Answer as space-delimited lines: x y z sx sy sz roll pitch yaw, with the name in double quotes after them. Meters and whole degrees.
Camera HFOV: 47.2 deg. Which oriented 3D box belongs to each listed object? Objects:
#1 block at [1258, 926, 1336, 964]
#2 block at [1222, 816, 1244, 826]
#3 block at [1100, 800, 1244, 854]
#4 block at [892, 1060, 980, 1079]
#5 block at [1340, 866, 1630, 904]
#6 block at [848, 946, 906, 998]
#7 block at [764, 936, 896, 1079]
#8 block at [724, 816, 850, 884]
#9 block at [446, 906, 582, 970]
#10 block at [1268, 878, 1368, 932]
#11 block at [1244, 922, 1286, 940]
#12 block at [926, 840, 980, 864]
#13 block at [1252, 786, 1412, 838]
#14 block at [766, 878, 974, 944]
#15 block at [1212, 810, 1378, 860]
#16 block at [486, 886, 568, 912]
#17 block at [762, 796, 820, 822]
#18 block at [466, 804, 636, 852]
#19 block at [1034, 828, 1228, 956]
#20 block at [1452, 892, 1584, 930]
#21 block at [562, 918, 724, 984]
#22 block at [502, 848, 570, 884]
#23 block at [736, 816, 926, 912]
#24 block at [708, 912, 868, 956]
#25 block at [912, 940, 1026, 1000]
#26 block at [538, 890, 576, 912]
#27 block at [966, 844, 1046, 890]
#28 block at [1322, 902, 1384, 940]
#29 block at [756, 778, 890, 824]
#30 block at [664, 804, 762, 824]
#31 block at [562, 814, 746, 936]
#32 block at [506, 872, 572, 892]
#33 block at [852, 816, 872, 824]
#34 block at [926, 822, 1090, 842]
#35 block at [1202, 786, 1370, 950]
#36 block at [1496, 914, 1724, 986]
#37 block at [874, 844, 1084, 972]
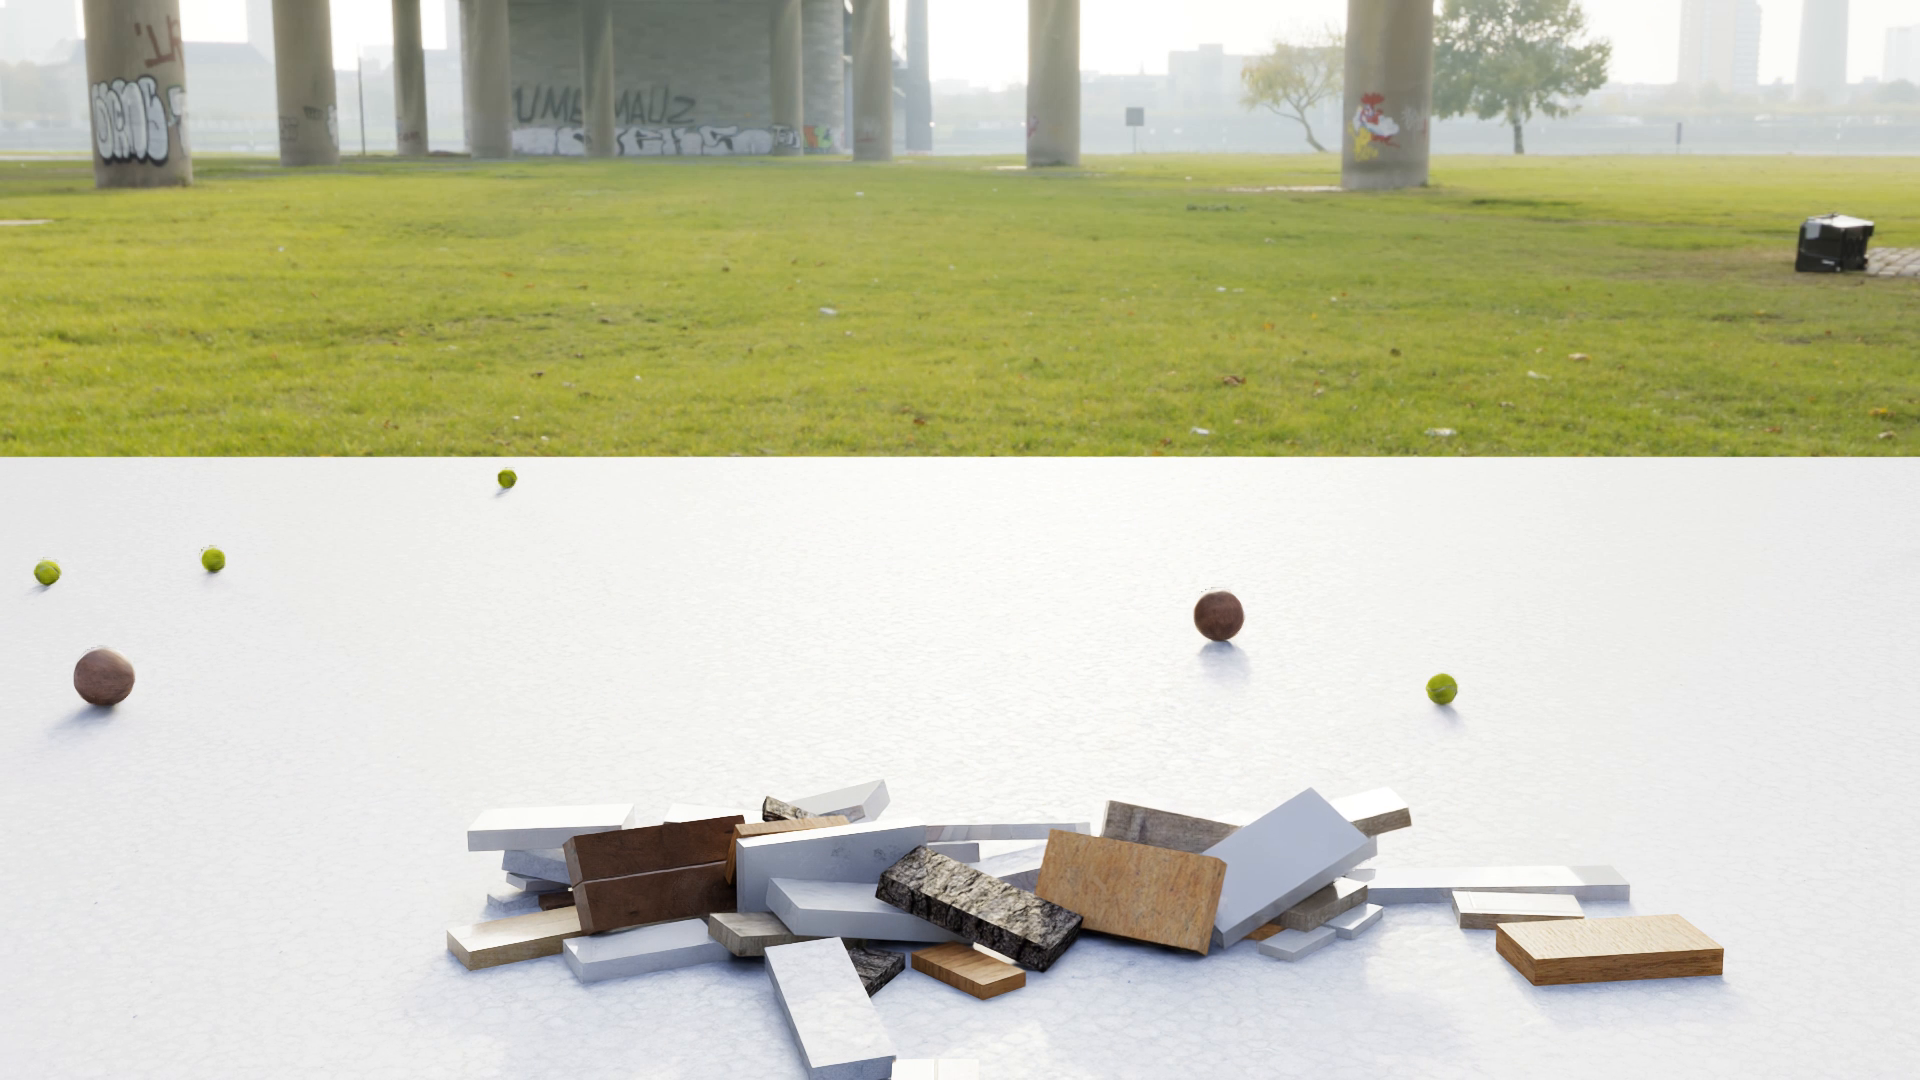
0.526 0.626 3.427 0.063 0.018 0.125 9 14 40 "block"
0.367 0.532 3.661 0.237 0.034 0.118 -21 9 1 "block"
0.341 0.500 3.566 0.229 0.114 0.032 12 -10 -5 "block"
-0.032 0.730 2.826 0.114 0.032 0.229 0 11 0 "block"
0.875 0.575 3.673 0.462 0.028 0.097 0 11 -2 "block"
-0.154 0.650 3.279 0.084 0.024 0.167 4 11 22 "block"
-0.187 0.662 3.105 0.114 0.032 0.381 -6 16 -13 "block"
-0.278 0.500 3.551 0.195 0.098 0.028 -1 29 -31 "block"
-0.675 0.619 3.429 0.220 0.031 0.110 -6 12 -30 "block"
0.566 0.582 3.541 0.097 0.028 0.194 8 13 38 "block"
0.494 0.610 3.512 0.063 0.018 0.125 4 11 22 "block"
-0.040 0.529 3.727 0.114 0.032 0.229 -2 -6 -8 "block"
0.613 0.468 3.630 0.237 0.034 0.118 -14 11 -3 "block"
-0.138 0.581 3.448 0.299 0.042 0.149 7 7 -24 "block"
0.559 0.525 3.829 0.149 0.042 0.299 -10 9 -43 "block"
-0.714 0.588 3.635 0.119 0.017 0.059 -8 13 -37 "block"
-0.262 0.474 3.681 0.143 0.020 0.072 23 10 -9 "block"
-0.677 0.478 3.657 0.255 0.036 0.127 -2 9 1 "block"
0.263 0.553 3.466 0.292 0.146 0.041 6 -19 29 "block"
0.898 0.599 3.544 0.194 0.028 0.097 1 11 5 "block"
-0.486 0.629 3.373 0.221 0.031 0.110 -5 12 -25 "block"
-0.625 0.542 3.675 0.255 0.036 0.127 12 9 -1 "block"
-0.204 0.540 3.520 0.306 0.153 0.043 -4 11 -22 "block"
-0.266 0.607 3.404 0.221 0.031 0.110 3 7 -32 "block"
0.012 0.645 3.305 0.084 0.024 0.167 -9 14 -39 "block"
-0.627 0.592 3.610 0.119 0.017 0.059 -4 11 -22 "block"
0.103 0.549 3.655 0.229 0.032 0.114 -13 10 4 "block"
0.624 0.608 3.523 0.063 0.018 0.125 7 13 33 "block"
-0.287 0.492 3.836 0.306 0.043 0.153 -15 7 14 "block"
-0.391 0.478 3.680 0.197 0.028 0.099 5 10 1 "block"
-0.469 0.533 3.501 0.306 0.153 0.043 -3 -22 -36 "block"
-0.686 0.563 3.648 0.119 0.017 0.059 4 6 -44 "block"
-0.222 0.530 3.566 0.195 0.098 0.028 -22 37 -17 "block"
-0.001 0.508 3.827 0.447 0.028 0.098 -3 -7 18 "block"
0.491 0.519 3.500 0.293 0.041 0.146 -28 45 -19 "block"
0.991 0.625 3.362 0.299 0.042 0.149 -2 11 -8 "block"
0.031 0.572 3.427 0.292 0.041 0.146 21 18 18 "block"
